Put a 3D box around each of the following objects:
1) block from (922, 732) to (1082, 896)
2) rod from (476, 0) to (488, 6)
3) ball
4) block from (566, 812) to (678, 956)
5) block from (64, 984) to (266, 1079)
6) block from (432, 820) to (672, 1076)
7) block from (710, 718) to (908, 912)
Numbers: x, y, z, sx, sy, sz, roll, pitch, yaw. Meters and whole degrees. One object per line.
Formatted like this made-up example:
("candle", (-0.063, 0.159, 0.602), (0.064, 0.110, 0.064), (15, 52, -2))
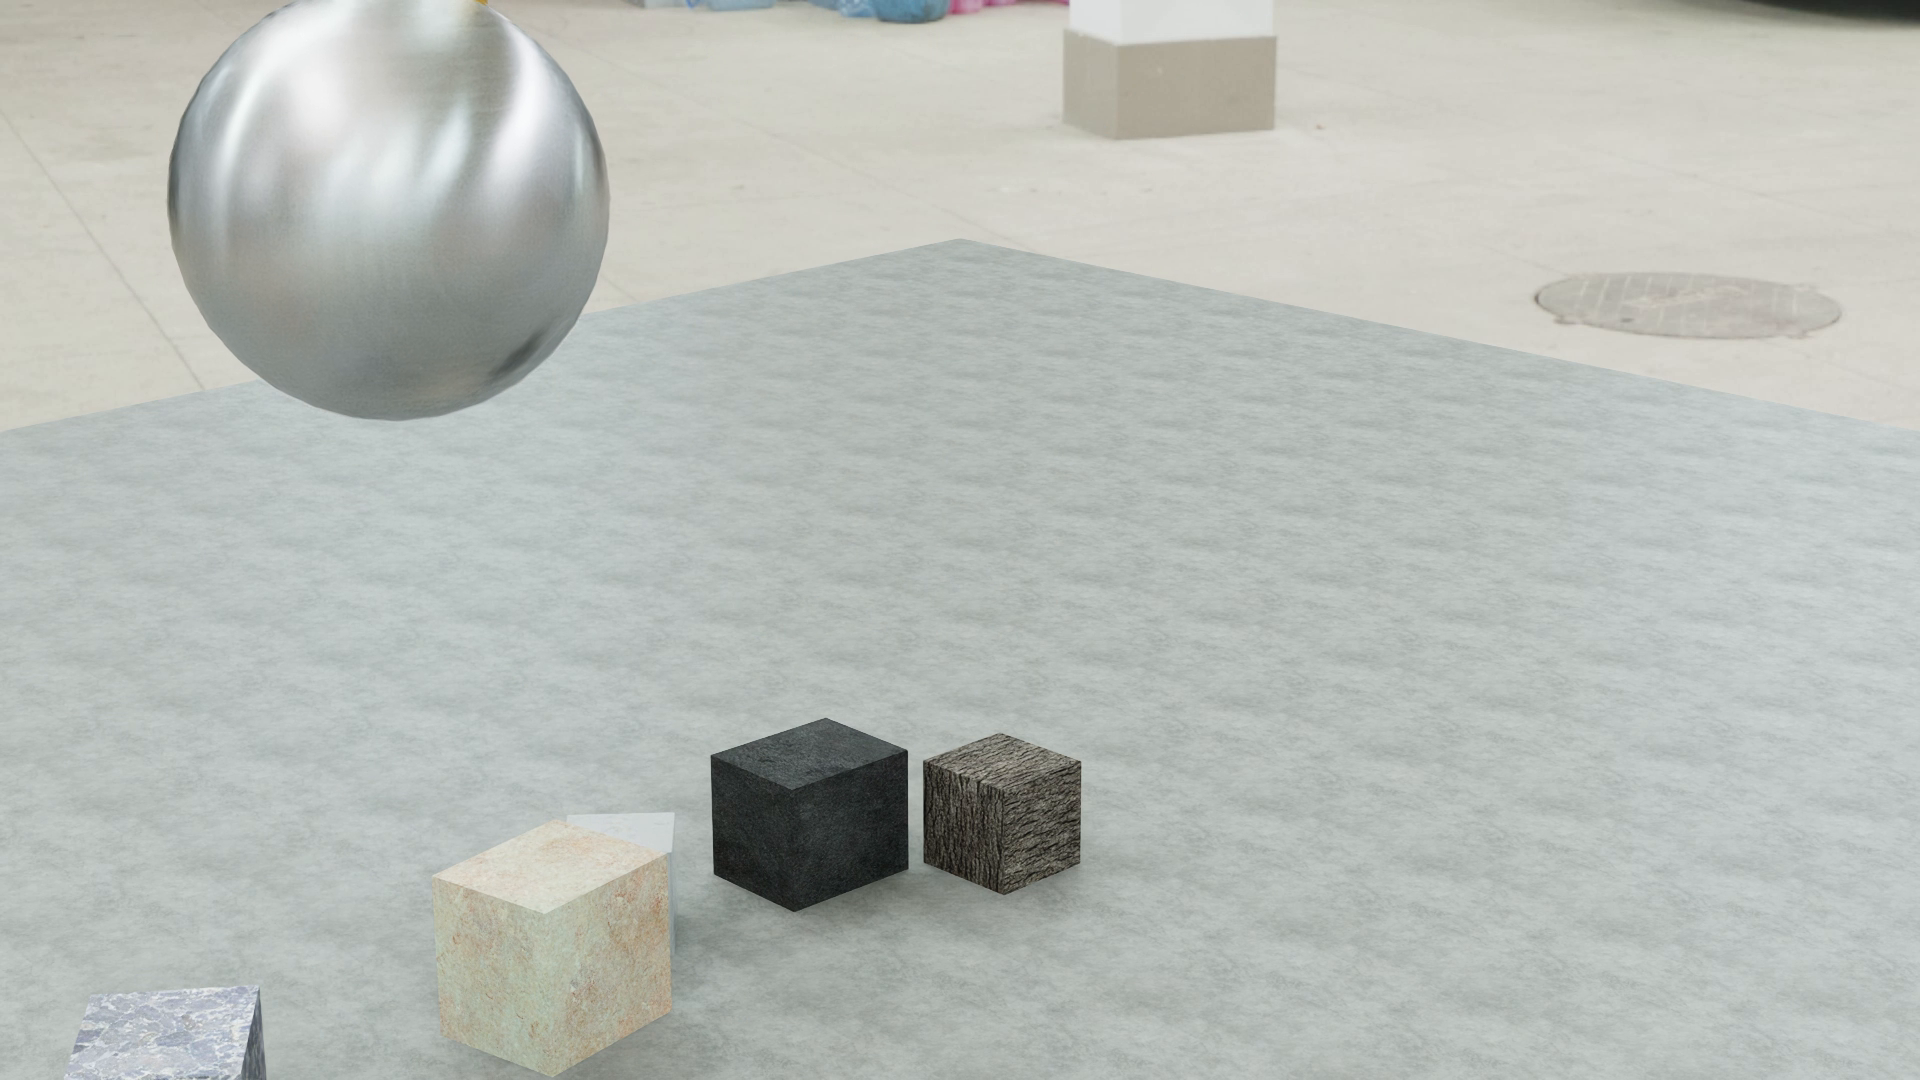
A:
("block", (0.194, 1.254, 13.509), (0.505, 0.507, 0.523), (-17, 24, -42))
("rod", (-0.904, -4.416, 11.006), (0.080, 5.200, 0.080), (17, -6, 42))
("ball", (-2.087, -1.237, 10.765), (1.600, 1.600, 1.600), (0, 17, 0))
("block", (-1.478, 1.501, 12.766), (0.469, 0.482, 0.441), (-1, 17, -3))
("block", (-2.826, 2.089, 10.514), (0.600, 0.710, 0.697), (-2, 18, -7))
("block", (-1.653, 1.646, 11.931), (0.617, 0.705, 0.717), (12, 21, 34))
("block", (-0.684, 1.245, 13.402), (0.691, 0.588, 0.570), (-16, 23, -41))
